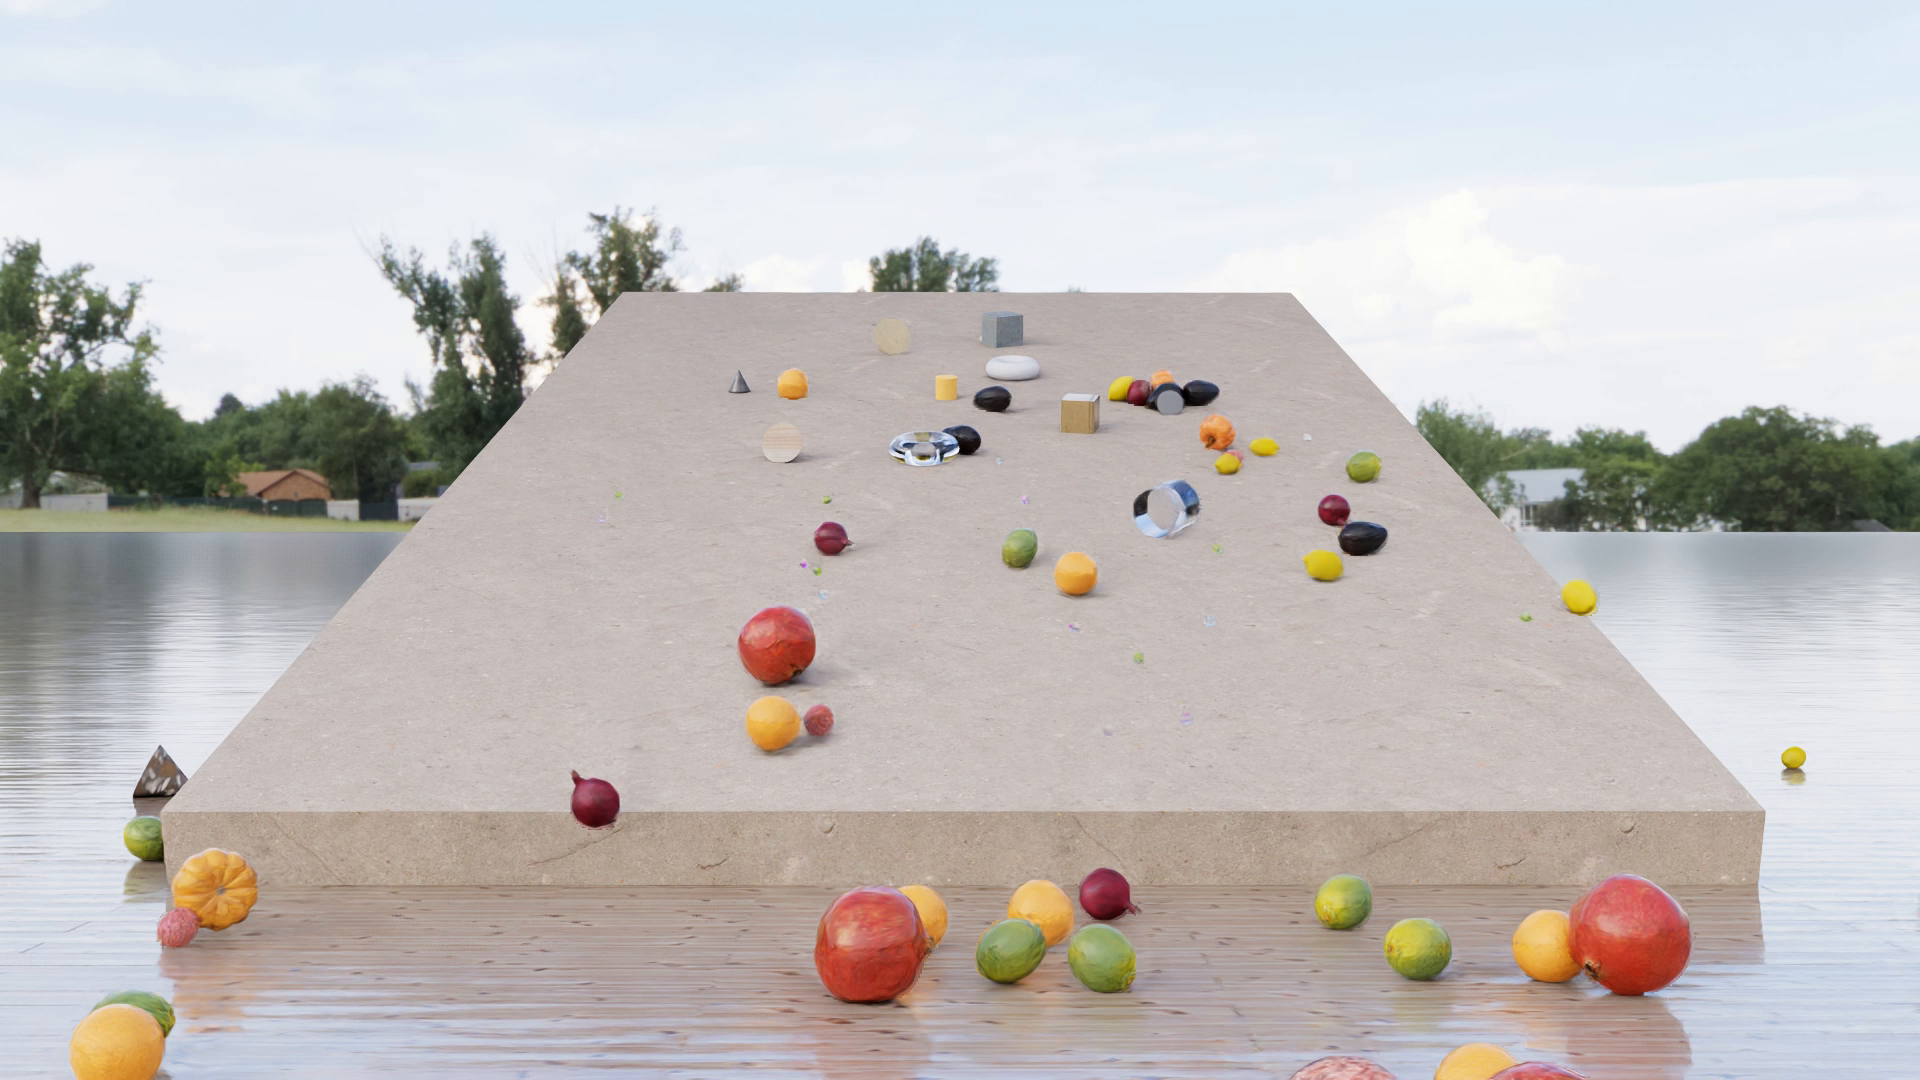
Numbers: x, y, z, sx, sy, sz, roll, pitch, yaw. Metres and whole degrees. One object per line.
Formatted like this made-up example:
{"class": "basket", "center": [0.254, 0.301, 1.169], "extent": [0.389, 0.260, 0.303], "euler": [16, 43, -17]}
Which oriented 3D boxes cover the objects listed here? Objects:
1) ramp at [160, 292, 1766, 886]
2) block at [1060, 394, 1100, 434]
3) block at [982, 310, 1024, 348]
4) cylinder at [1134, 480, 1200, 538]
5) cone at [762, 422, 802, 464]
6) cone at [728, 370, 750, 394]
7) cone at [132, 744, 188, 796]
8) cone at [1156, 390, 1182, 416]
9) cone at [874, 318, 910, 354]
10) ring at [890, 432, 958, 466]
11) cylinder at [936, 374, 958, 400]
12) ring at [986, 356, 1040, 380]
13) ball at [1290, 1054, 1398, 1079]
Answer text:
{"class": "ramp", "center": [-0.002, -0.154, 4.681], "extent": [2.000, 0.100, 4.000], "euler": [0, 16, 0]}
{"class": "block", "center": [0.262, -0.275, 4.796], "extent": [0.072, 0.072, 0.072], "euler": [4, 16, 13]}
{"class": "block", "center": [0.111, -0.552, 5.770], "extent": [0.079, 0.079, 0.079], "euler": [-8, 18, -27]}
{"class": "cylinder", "center": [0.374, -0.057, 3.985], "extent": [0.089, 0.089, 0.089], "euler": [0, 13, 34]}
{"class": "cone", "center": [-0.355, -0.191, 4.555], "extent": [0.086, 0.086, 0.086], "euler": [0, -11, 13]}
{"class": "cone", "center": [-0.520, -0.376, 5.188], "extent": [0.053, 0.053, 0.053], "euler": [0, 16, 0]}
{"class": "cone", "center": [-1.317, 0.407, 3.690], "extent": [0.096, 0.096, 0.096], "euler": [27, -5, -11]}
{"class": "cone", "center": [0.476, -0.302, 4.978], "extent": [0.059, 0.059, 0.059], "euler": [0, -11, 8]}
{"class": "cone", "center": [-0.192, -0.511, 5.687], "extent": [0.099, 0.099, 0.099], "euler": [0, -12, -22]}
{"class": "ring", "center": [-0.074, -0.189, 4.532], "extent": [0.145, 0.048, 0.145], "euler": [-1, 16, 0]}
{"class": "cylinder", "center": [-0.032, -0.354, 5.117], "extent": [0.050, 0.050, 0.050], "euler": [0, 16, 0]}
{"class": "ring", "center": [0.129, -0.418, 5.359], "extent": [0.132, 0.044, 0.132], "euler": [0, 17, 0]}
{"class": "ball", "center": [0.258, 0.395, 1.476], "extent": [0.096, 0.096, 0.096], "euler": [0, 0, 0]}
